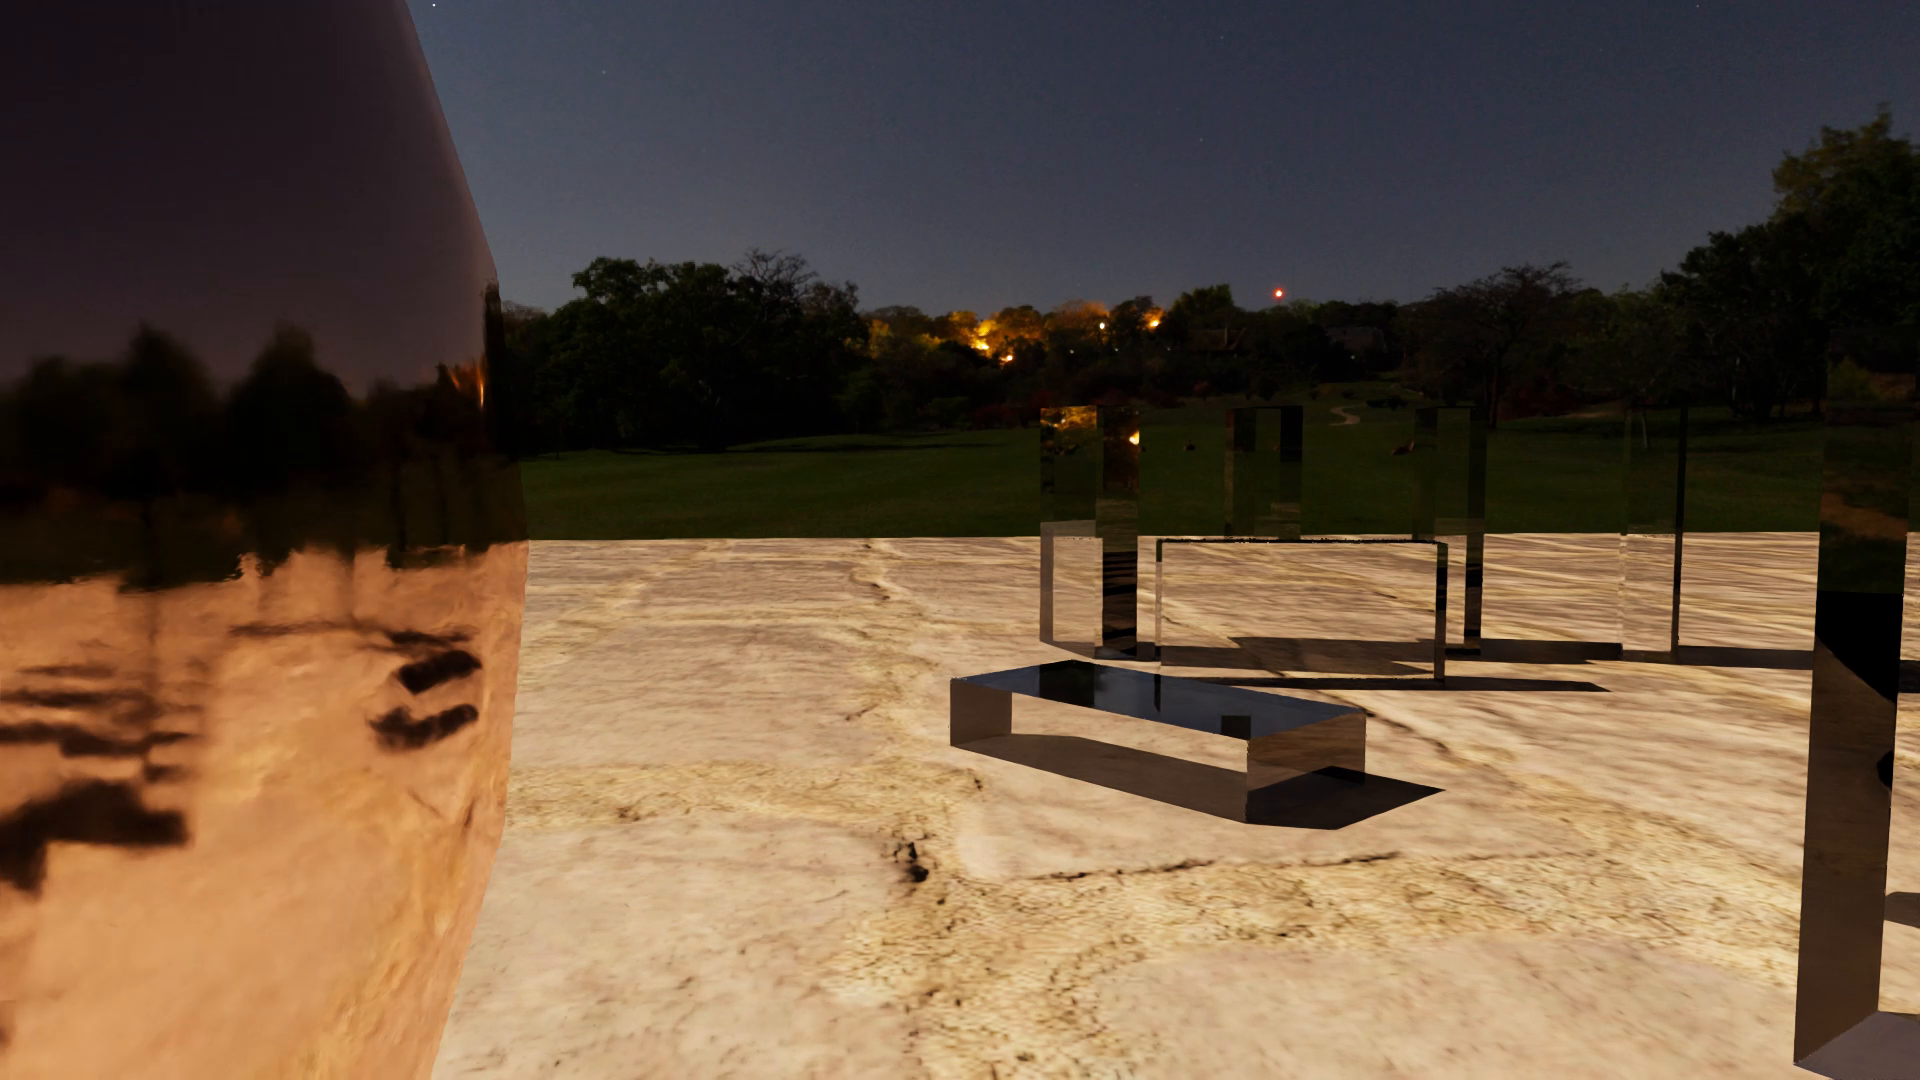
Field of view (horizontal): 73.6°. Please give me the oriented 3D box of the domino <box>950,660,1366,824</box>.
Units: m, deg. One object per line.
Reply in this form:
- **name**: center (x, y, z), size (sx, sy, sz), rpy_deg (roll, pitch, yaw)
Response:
- **domino**: center (0.025, 0.025, 0.170), size (0.025, 0.009, 0.050), rpy_deg (-4, 6, -42)

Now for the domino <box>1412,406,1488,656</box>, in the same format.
- **domino**: center (0.102, -0.003, 0.270), size (0.009, 0.050, 0.025), rpy_deg (1, 4, 10)

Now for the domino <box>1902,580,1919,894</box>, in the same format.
- **domino**: center (0.101, 0.009, 0.114), size (0.010, 0.050, 0.025), rpy_deg (-3, 5, -38)

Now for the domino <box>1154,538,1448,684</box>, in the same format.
- **domino**: center (0.061, 0.013, 0.232), size (0.050, 0.025, 0.009), rpy_deg (0, 4, 2)

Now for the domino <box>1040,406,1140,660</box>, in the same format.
- **domino**: center (0.026, -0.002, 0.265), size (0.009, 0.050, 0.025), rpy_deg (-2, 5, -22)

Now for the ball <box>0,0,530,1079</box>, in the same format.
- **ball**: center (-0.050, 0.001, 0.024), size (0.080, 0.080, 0.080), rpy_deg (0, 4, 0)

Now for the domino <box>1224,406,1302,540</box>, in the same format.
- **domino**: center (0.064, -0.003, 0.273), size (0.009, 0.050, 0.025), rpy_deg (0, 4, -2)

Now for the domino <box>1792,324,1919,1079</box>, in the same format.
- **domino**: center (0.070, 0.011, 0.090), size (0.025, 0.050, 0.009), rpy_deg (-3, 5, -36)

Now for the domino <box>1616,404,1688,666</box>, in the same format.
- **domino**: center (0.139, -0.002, 0.259), size (0.009, 0.050, 0.025), rpy_deg (2, 5, 25)

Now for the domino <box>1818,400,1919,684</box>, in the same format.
- **domino**: center (0.170, 0.000, 0.236), size (0.025, 0.050, 0.009), rpy_deg (-3, 5, -35)
